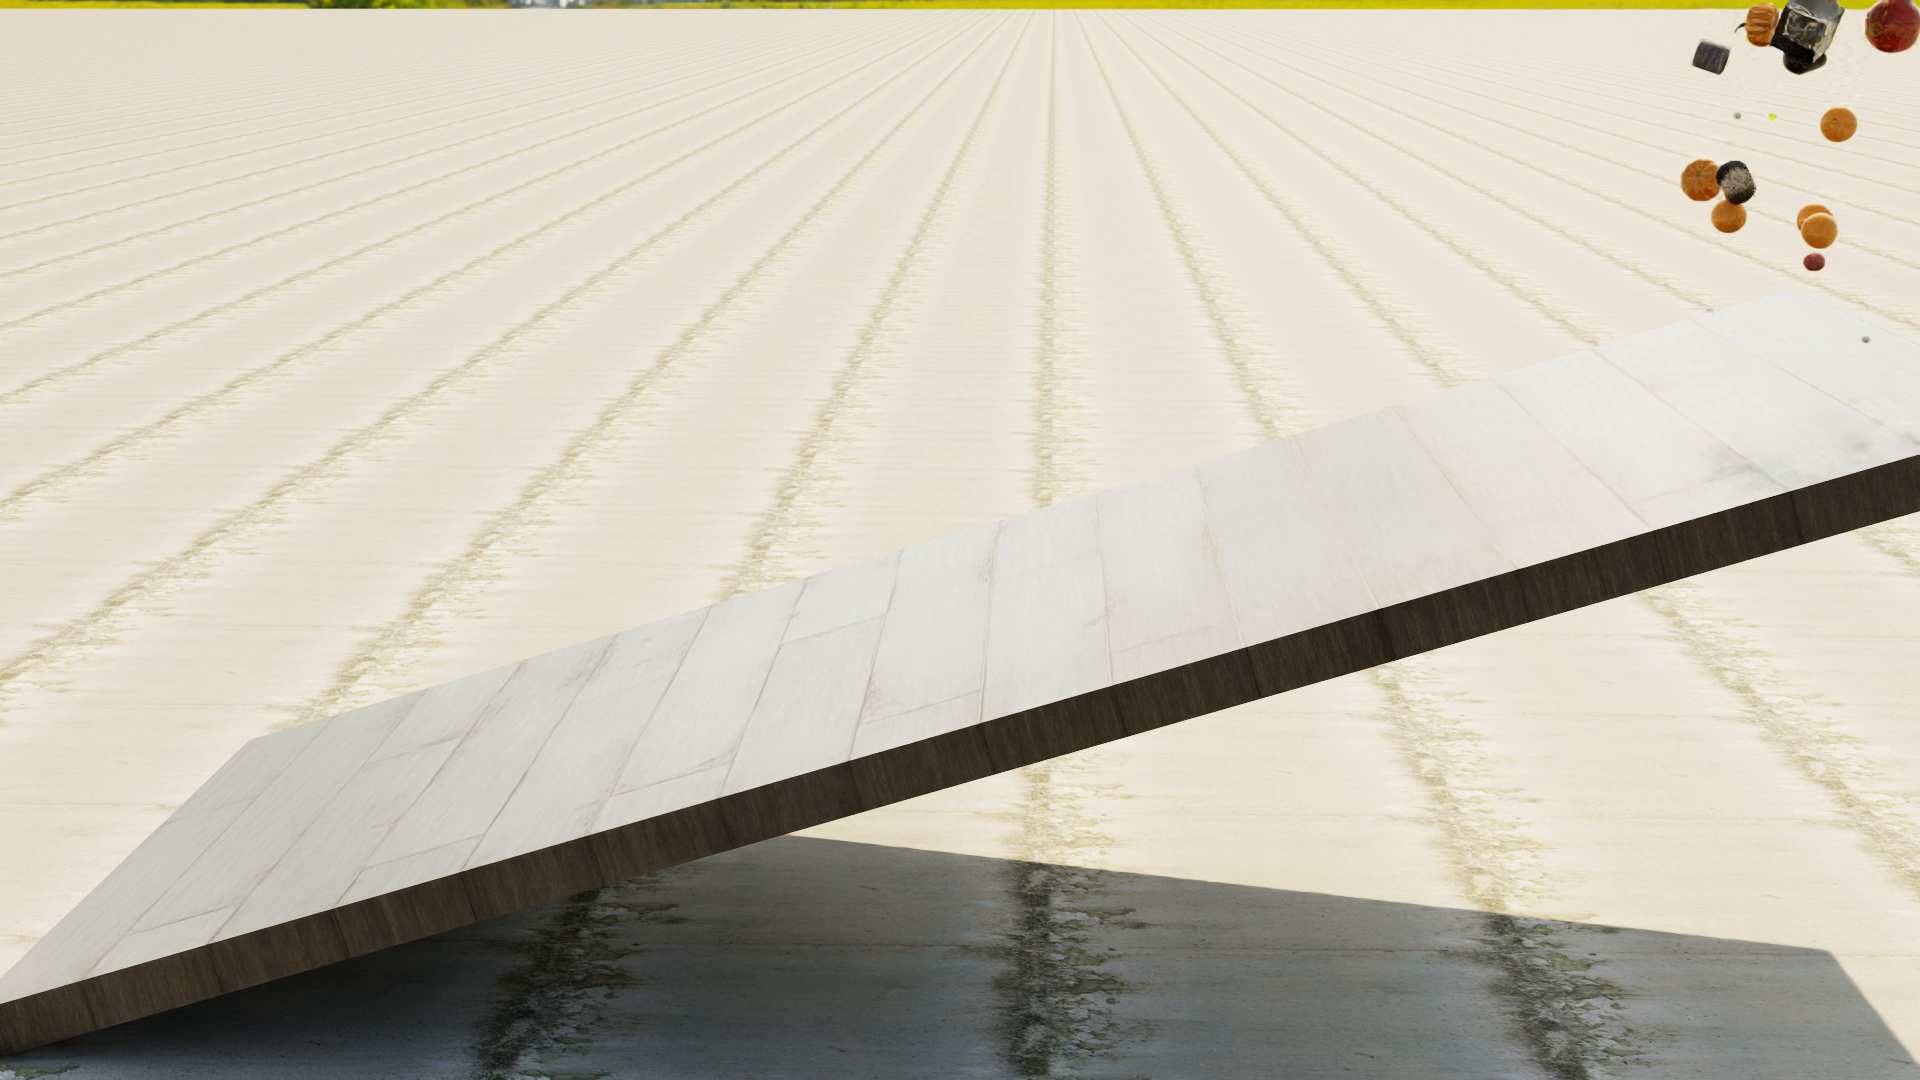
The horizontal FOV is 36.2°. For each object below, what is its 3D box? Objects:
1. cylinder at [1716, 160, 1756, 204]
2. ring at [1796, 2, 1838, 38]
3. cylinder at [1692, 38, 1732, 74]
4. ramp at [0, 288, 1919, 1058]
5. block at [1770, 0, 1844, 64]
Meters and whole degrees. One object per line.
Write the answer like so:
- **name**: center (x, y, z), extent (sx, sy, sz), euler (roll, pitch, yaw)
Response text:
- **cylinder**: center (1.566, -0.722, 5.934), extent (0.065, 0.065, 0.065), euler (7, -17, 32)
- **ring**: center (1.781, -1.080, 6.112), extent (0.089, 0.089, 0.030), euler (7, -30, 30)
- **cylinder**: center (1.576, -1.014, 6.168), extent (0.061, 0.061, 0.061), euler (23, 18, 17)
- **ramp**: center (0.094, 0.186, 6.317), extent (4.000, 0.100, 2.000), euler (-16, 10, 5)
- **block**: center (1.675, -1.014, 5.816), extent (0.091, 0.091, 0.091), euler (32, 46, 22)
